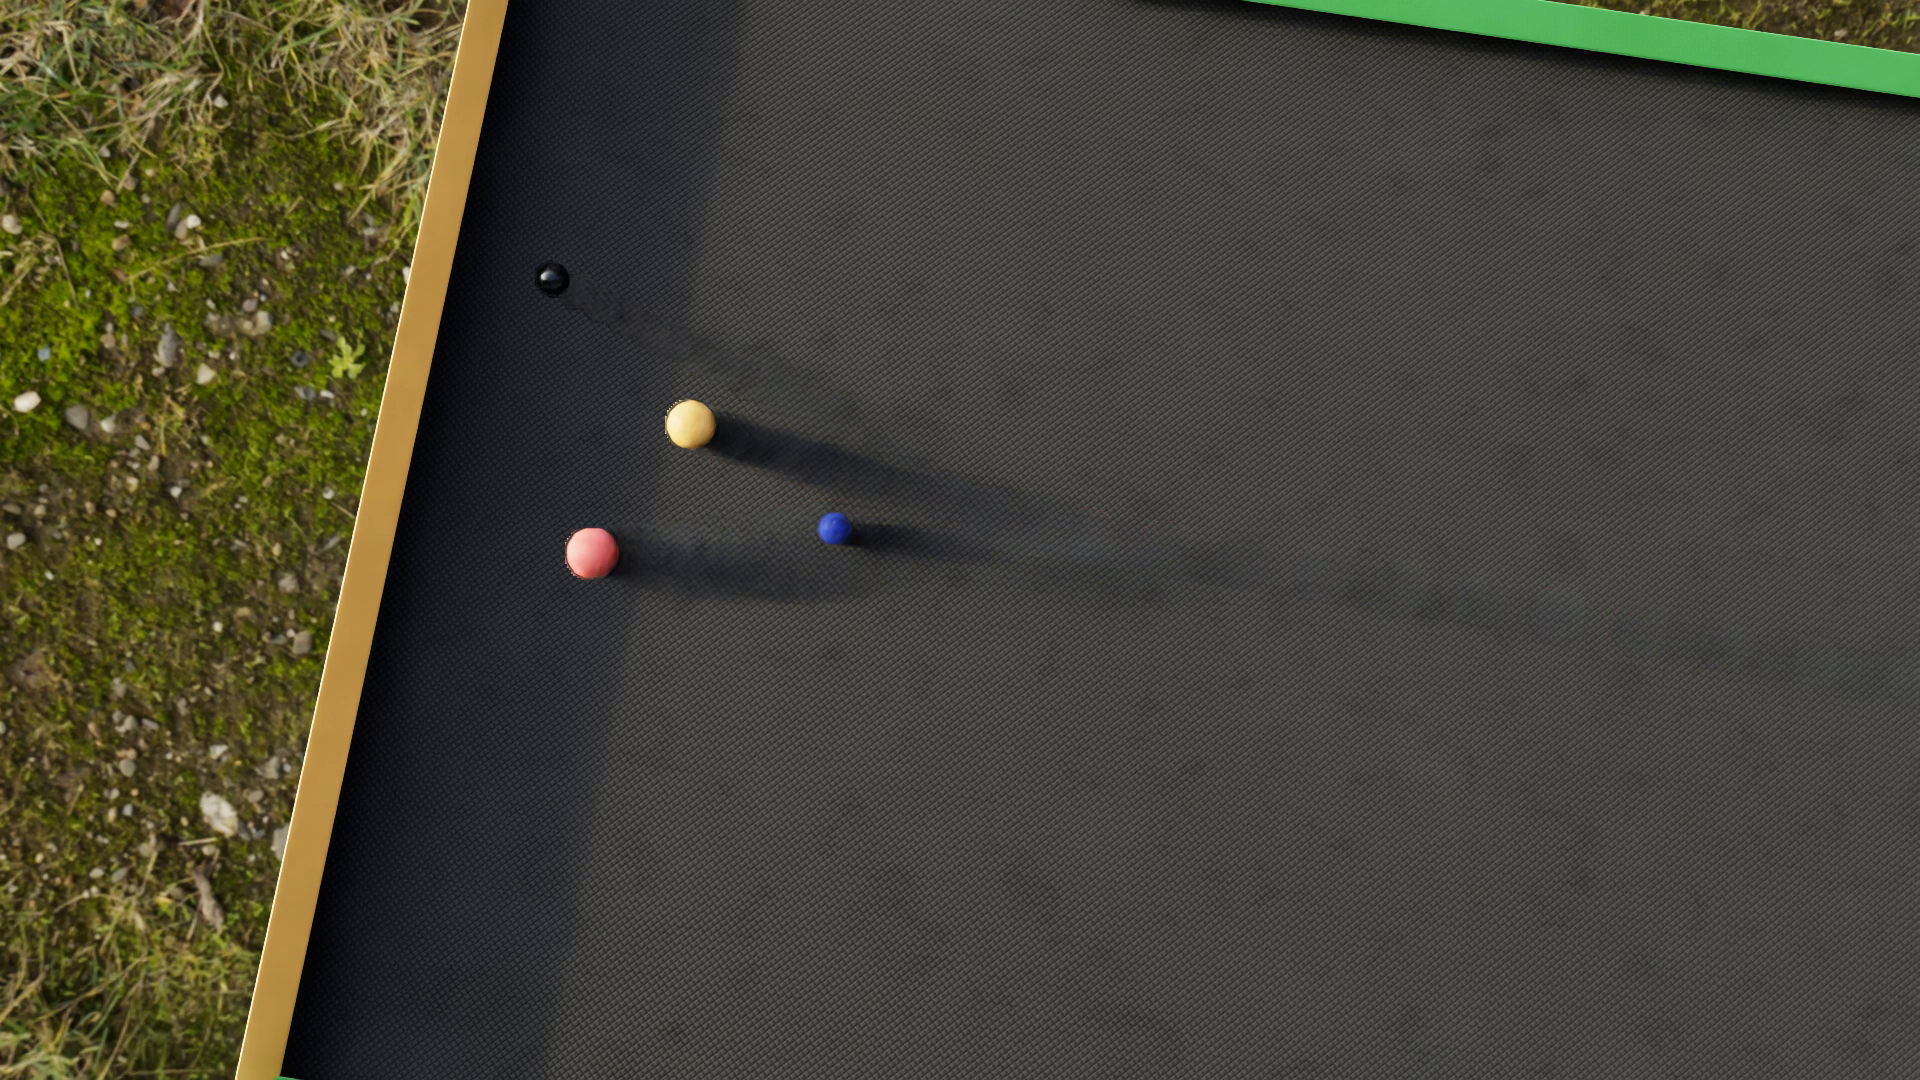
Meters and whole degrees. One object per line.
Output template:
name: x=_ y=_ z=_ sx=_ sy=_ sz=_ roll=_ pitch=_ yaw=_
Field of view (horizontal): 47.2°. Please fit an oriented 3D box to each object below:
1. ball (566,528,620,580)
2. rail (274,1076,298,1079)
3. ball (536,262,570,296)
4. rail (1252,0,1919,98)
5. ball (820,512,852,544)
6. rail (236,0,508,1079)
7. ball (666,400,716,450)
ball: x=-0.550 y=0.020 z=3.295 sx=0.078 sy=0.078 sz=0.078 roll=0 pitch=78 yaw=0
rail: x=0.726 y=1.043 z=3.069 sx=3.529 sy=0.102 sz=0.045 roll=9 pitch=78 yaw=2
ball: x=-0.628 y=-0.403 z=3.396 sx=0.052 sy=0.052 sz=0.052 roll=0 pitch=78 yaw=0
rail: x=1.017 y=-0.786 z=3.450 sx=3.529 sy=0.102 sz=0.045 roll=9 pitch=78 yaw=2
ball: x=-0.187 y=-0.017 z=3.317 sx=0.049 sy=0.049 sz=0.049 roll=0 pitch=78 yaw=0
rail: x=-0.848 y=-0.134 z=3.314 sx=0.045 sy=0.102 sz=1.938 roll=9 pitch=78 yaw=2
ball: x=-0.407 y=-0.174 z=3.337 sx=0.074 sy=0.074 sz=0.074 roll=0 pitch=78 yaw=0
